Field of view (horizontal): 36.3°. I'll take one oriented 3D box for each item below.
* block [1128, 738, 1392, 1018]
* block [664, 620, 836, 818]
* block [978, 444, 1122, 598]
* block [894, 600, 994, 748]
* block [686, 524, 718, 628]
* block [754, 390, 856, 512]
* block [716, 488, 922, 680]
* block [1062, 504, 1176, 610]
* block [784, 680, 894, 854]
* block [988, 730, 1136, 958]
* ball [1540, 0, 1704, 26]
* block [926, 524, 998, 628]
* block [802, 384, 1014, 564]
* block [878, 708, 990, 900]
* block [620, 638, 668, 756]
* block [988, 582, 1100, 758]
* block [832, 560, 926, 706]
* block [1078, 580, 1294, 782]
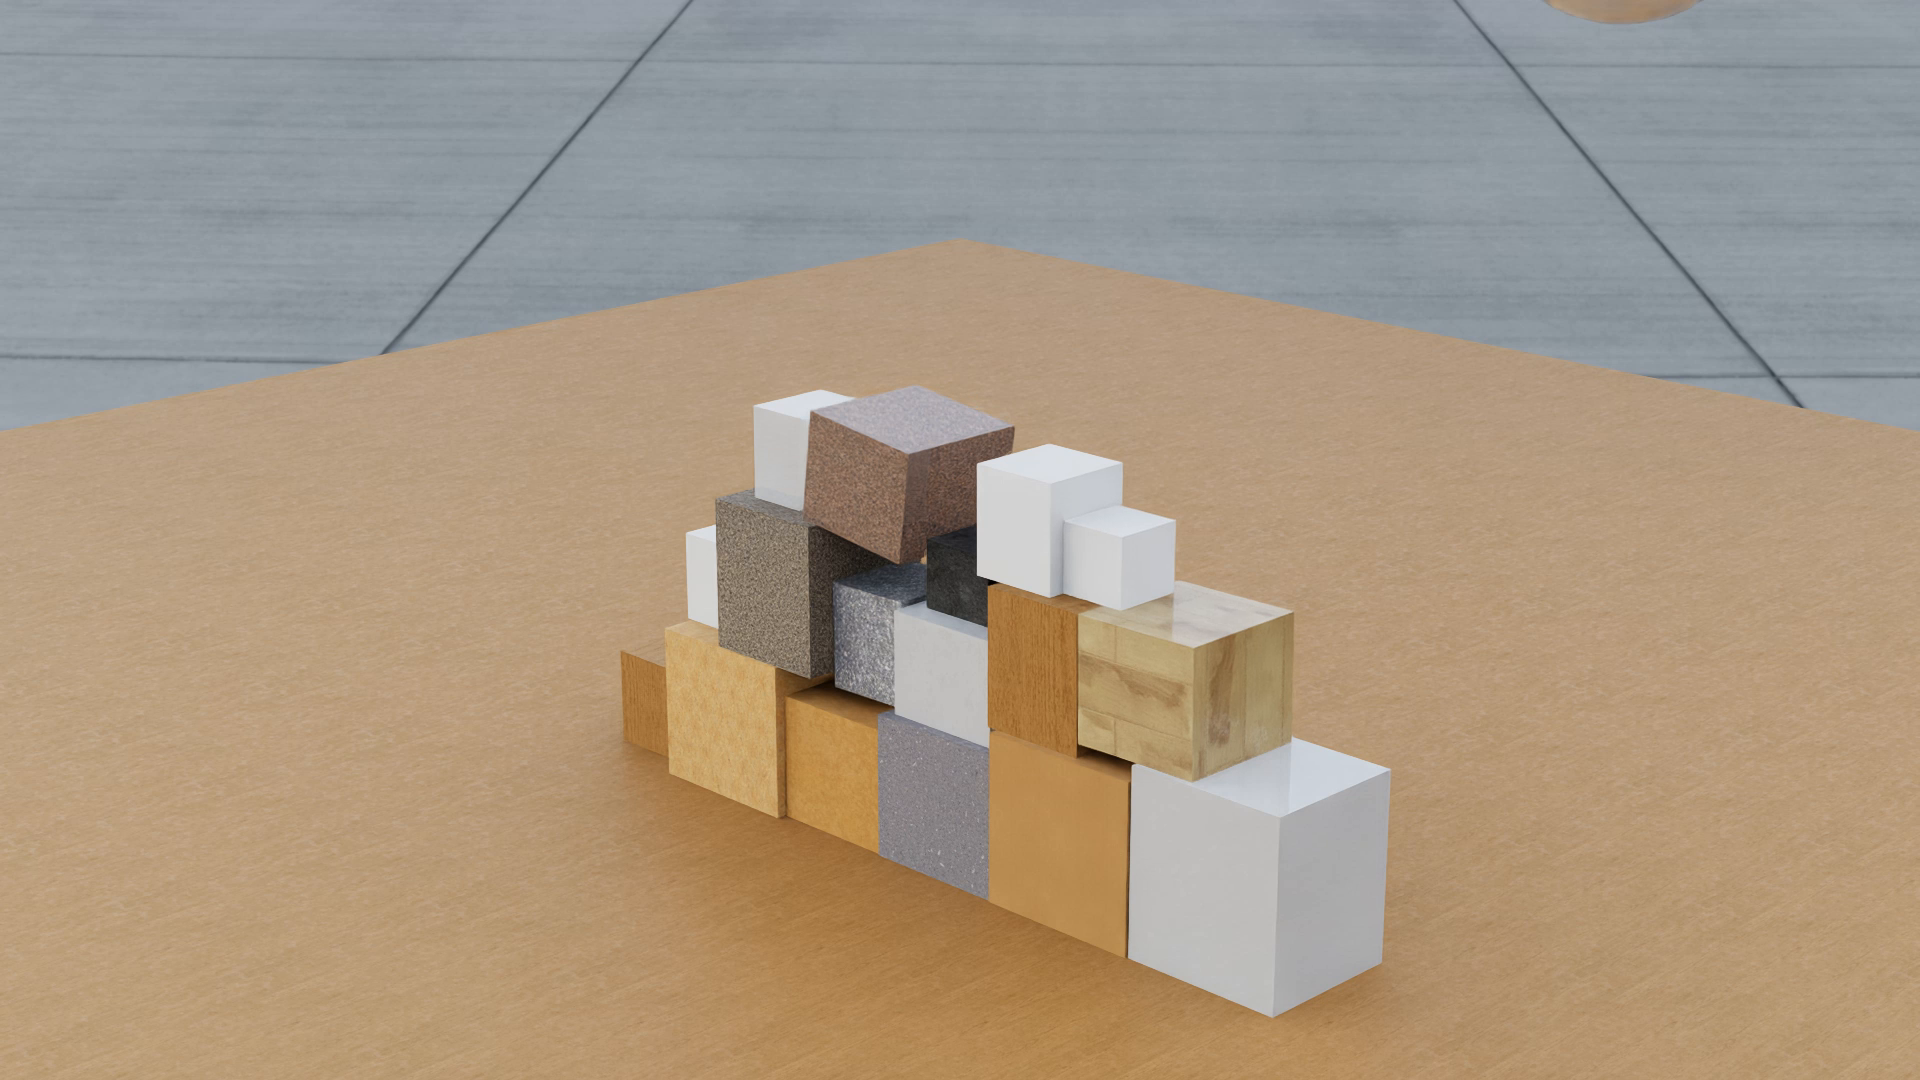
[{"bbox_3d":[1.267,1.381,12.464,0.737,0.891,0.799,-17,24,-42],"label":"block"},{"bbox_3d":[-0.878,0.799,14.523,0.808,0.767,0.814,-17,24,-42],"label":"block"},{"bbox_3d":[0.393,-0.091,12.875,0.441,0.513,0.459,17,24,42],"label":"block"},{"bbox_3d":[0.129,0.560,13.385,0.600,0.502,0.610,-17,24,-42],"label":"block"},{"bbox_3d":[-1.053,0.175,14.490,0.424,0.444,0.413,-17,24,-42],"label":"block"},{"bbox_3d":[-0.671,-0.418,13.887,0.430,0.451,0.428,-17,24,-42],"label":"block"},{"bbox_3d":[-0.675,0.150,14.071,0.728,0.743,0.658,-17,24,-42],"label":"block"},{"bbox_3d":[0.685,0.074,12.653,0.340,0.328,0.345,16,24,43],"label":"block"},{"bbox_3d":[-0.359,1.029,14.043,0.697,0.616,0.645,-17,24,-42],"label":"block"},{"bbox_3d":[0.687,1.244,13.028,0.756,0.815,0.820,-17,24,-42],"label":"block"},{"bbox_3d":[3.645,-3.626,16.023,1.600,1.600,1.600,0,17,0],"label":"ball"},{"bbox_3d":[0.109,0.158,13.285,0.345,0.326,0.391,-17,24,-42],"label":"block"},{"bbox_3d":[-0.239,-0.313,13.514,0.678,0.532,0.650,-17,31,-42],"label":"block"},{"bbox_3d":[0.117,1.138,13.552,0.685,0.702,0.718,-17,24,-42],"label":"block"},{"bbox_3d":[-1.347,0.789,15.028,0.566,0.484,0.515,-17,24,-42],"label":"block"},{"bbox_3d":[0.533,0.505,12.926,0.627,0.656,0.538,-17,24,-42],"label":"block"},{"bbox_3d":[-0.255,0.437,13.762,0.488,0.518,0.464,-17,23,-42],"label":"block"},{"bbox_3d":[0.963,0.590,12.519,0.653,0.586,0.645,-17,23,-42],"label":"block"}]
